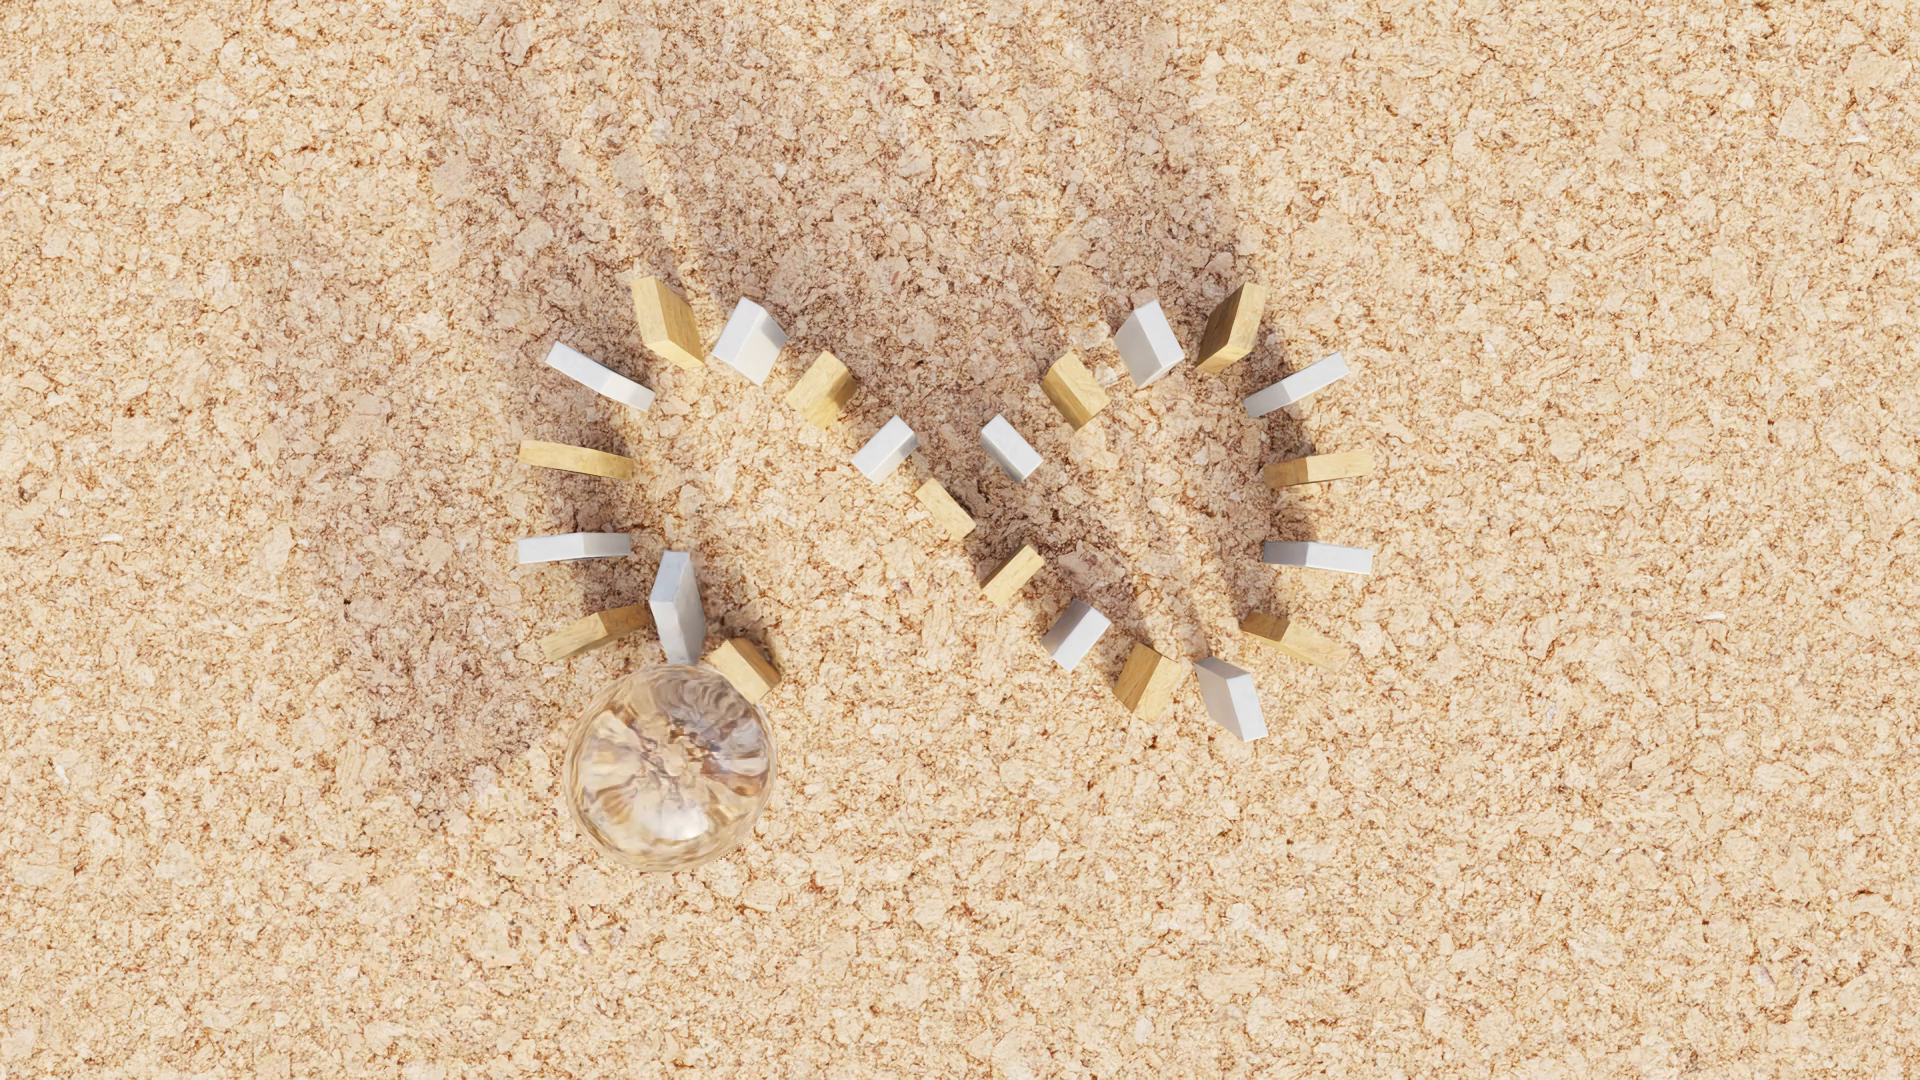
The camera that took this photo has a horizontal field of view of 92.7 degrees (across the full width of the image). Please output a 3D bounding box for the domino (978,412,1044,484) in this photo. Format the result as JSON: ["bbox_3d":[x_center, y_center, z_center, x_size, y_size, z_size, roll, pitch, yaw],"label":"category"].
[{"bbox_3d":[0.020,-0.036,0.375,0.010,0.050,0.025,-44,90,0],"label":"domino"}]

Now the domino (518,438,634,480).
[{"bbox_3d":[-0.156,-0.032,0.375,0.025,0.050,0.009,8,90,0],"label":"domino"}]

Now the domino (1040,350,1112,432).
[{"bbox_3d":[0.046,-0.060,0.375,0.009,0.050,0.025,-39,90,0],"label":"domino"}]

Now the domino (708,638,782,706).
[{"bbox_3d":[-0.087,0.053,0.375,0.010,0.050,0.025,-42,90,-7],"label":"domino"}]

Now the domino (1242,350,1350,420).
[{"bbox_3d":[0.136,-0.063,0.375,0.025,0.050,0.010,-27,90,0],"label":"domino"}]

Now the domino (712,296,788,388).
[{"bbox_3d":[-0.085,-0.080,0.375,0.009,0.050,0.025,28,90,0],"label":"domino"}]

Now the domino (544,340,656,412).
[{"bbox_3d":[-0.146,-0.066,0.375,0.025,0.050,0.009,29,90,0],"label":"domino"}]

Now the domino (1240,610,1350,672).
[{"bbox_3d":[0.136,0.041,0.375,0.025,0.050,0.009,28,90,0],"label":"domino"}]

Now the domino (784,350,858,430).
[{"bbox_3d":[-0.056,-0.060,0.375,0.009,0.050,0.025,39,90,0],"label":"domino"}]

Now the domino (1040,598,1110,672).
[{"bbox_3d":[0.046,0.038,0.375,0.010,0.050,0.025,39,90,0],"label":"domino"}]

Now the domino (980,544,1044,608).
[{"bbox_3d":[0.020,0.014,0.375,0.009,0.050,0.025,45,90,0],"label":"domino"}]

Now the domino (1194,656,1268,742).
[{"bbox_3d":[0.110,0.064,0.375,0.010,0.050,0.025,-16,90,0],"label":"domino"}]

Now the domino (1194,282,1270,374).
[{"bbox_3d":[0.110,-0.085,0.375,0.009,0.050,0.025,16,90,0],"label":"domino"}]

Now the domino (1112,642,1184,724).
[{"bbox_3d":[0.076,0.057,0.375,0.009,0.050,0.025,27,90,0],"label":"domino"}]

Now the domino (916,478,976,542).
[{"bbox_3d":[-0.006,-0.012,0.375,0.010,0.050,0.025,-42,90,0],"label":"domino"}]

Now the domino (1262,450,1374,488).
[{"bbox_3d":[0.145,-0.028,0.375,0.025,0.050,0.009,-7,90,0],"label":"domino"}]

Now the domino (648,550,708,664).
[{"bbox_3d":[-0.114,0.030,0.373,0.010,0.050,0.025,4,49,-1],"label":"domino"}]

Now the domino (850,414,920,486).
[{"bbox_3d":[-0.030,-0.036,0.375,0.025,0.050,0.009,-45,90,0],"label":"domino"}]

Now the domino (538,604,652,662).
[{"bbox_3d":[-0.148,0.037,0.375,0.025,0.050,0.010,-26,90,0],"label":"domino"}]

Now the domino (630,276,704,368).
[{"bbox_3d":[-0.119,-0.088,0.375,0.009,0.050,0.025,-13,90,0],"label":"domino"}]

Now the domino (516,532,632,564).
[{"bbox_3d":[-0.156,0.003,0.375,0.025,0.050,0.009,-6,90,0],"label":"domino"}]

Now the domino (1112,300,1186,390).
[{"bbox_3d":[0.076,-0.079,0.375,0.010,0.050,0.025,-27,90,0],"label":"domino"}]

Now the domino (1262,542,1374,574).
[{"bbox_3d":[0.145,0.007,0.375,0.025,0.050,0.010,8,90,0],"label":"domino"}]

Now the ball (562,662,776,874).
[{"bbox_3d":[-0.113,0.088,0.360,0.080,0.080,0.080,0,90,0],"label":"ball"}]
